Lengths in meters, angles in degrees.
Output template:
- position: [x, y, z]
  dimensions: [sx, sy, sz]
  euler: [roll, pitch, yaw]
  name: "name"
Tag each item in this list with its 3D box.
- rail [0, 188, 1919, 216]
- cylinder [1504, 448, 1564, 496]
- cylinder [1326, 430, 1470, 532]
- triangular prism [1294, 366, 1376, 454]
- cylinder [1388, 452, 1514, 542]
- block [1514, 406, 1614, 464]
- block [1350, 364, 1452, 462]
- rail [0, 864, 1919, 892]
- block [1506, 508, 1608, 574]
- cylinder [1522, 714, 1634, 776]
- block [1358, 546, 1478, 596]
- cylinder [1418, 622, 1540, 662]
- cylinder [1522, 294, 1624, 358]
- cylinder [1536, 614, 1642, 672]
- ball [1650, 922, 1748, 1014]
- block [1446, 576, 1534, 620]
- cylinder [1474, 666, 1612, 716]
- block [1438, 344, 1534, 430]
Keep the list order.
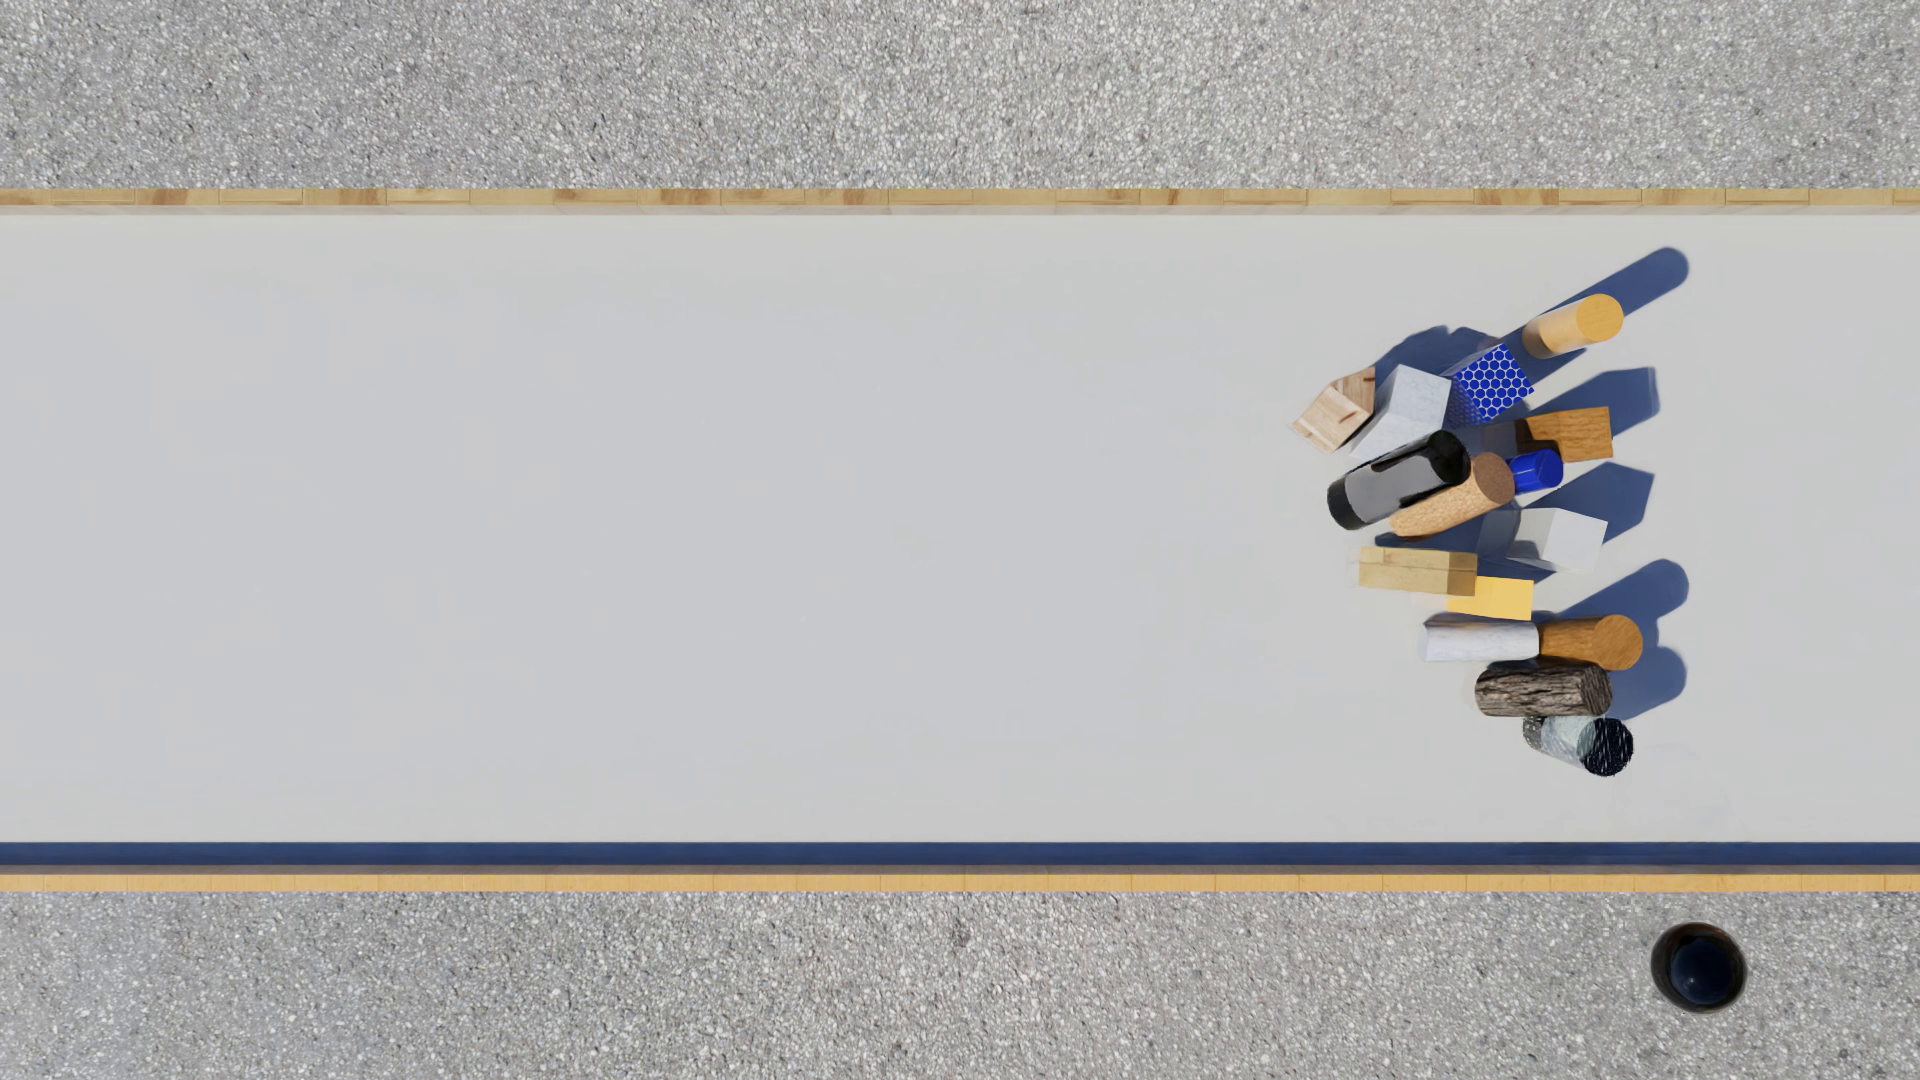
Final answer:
- position: [-2.247, -1.025, 5.002]
  dimensions: [12.000, 0.150, 0.050]
  euler: [0, 90, 0]
  name: "rail"
- position: [1.610, -0.180, 4.891]
  dimensions: [0.114, 0.360, 0.114]
  euler: [5, 80, -26]
  name: "cylinder"
- position: [1.286, -0.170, 4.857]
  dimensions: [0.168, 0.419, 0.168]
  euler: [11, 67, -28]
  name: "cylinder"
- position: [1.132, -0.401, 4.881]
  dimensions: [0.147, 0.371, 0.127]
  euler: [37, 75, 5]
  name: "triangular prism"
- position: [1.450, -0.123, 4.884]
  dimensions: [0.160, 0.358, 0.160]
  euler: [11, 67, -27]
  name: "cylinder"
- position: [1.793, -0.303, 4.912]
  dimensions: [0.148, 0.319, 0.148]
  euler: [-6, 90, -4]
  name: "block"
- position: [1.302, -0.359, 4.889]
  dimensions: [0.159, 0.342, 0.159]
  euler: [18, 71, 0]
  name: "block"
- position: [-2.247, 1.025, 5.001]
  dimensions: [12.000, 0.150, 0.050]
  euler: [0, 90, 0]
  name: "rail"
- position: [1.775, 0.002, 4.918]
  dimensions: [0.155, 0.318, 0.155]
  euler: [16, 90, 0]
  name: "block"
- position: [1.826, 0.582, 4.887]
  dimensions: [0.170, 0.364, 0.170]
  euler: [0, 93, -5]
  name: "cylinder"
- position: [1.358, 0.091, 4.902]
  dimensions: [0.124, 0.336, 0.124]
  euler: [3, 91, -34]
  name: "block"
- position: [1.575, 0.311, 5.018]
  dimensions: [0.334, 0.117, 0.117]
  euler: [-1, 90, 0]
  name: "cylinder"
- position: [1.795, -0.624, 4.852]
  dimensions: [0.134, 0.449, 0.134]
  euler: [0, 90, 0]
  name: "cylinder"
- position: [1.856, 0.311, 4.897]
  dimensions: [0.162, 0.332, 0.162]
  euler: [1, 84, -11]
  name: "cylinder"
- position: [2.196, 1.271, 4.903]
  dimensions: [0.270, 0.270, 0.270]
  euler: [0, 90, 0]
  name: "ball"
- position: [1.557, 0.166, 4.863]
  dimensions: [0.112, 0.428, 0.112]
  euler: [5, 90, 0]
  name: "block"
- position: [1.721, 0.450, 4.879]
  dimensions: [0.143, 0.377, 0.143]
  euler: [4, 82, -32]
  name: "cylinder"
- position: [1.542, -0.454, 4.915]
  dimensions: [0.165, 0.324, 0.165]
  euler: [-33, 90, 0]
  name: "block"
